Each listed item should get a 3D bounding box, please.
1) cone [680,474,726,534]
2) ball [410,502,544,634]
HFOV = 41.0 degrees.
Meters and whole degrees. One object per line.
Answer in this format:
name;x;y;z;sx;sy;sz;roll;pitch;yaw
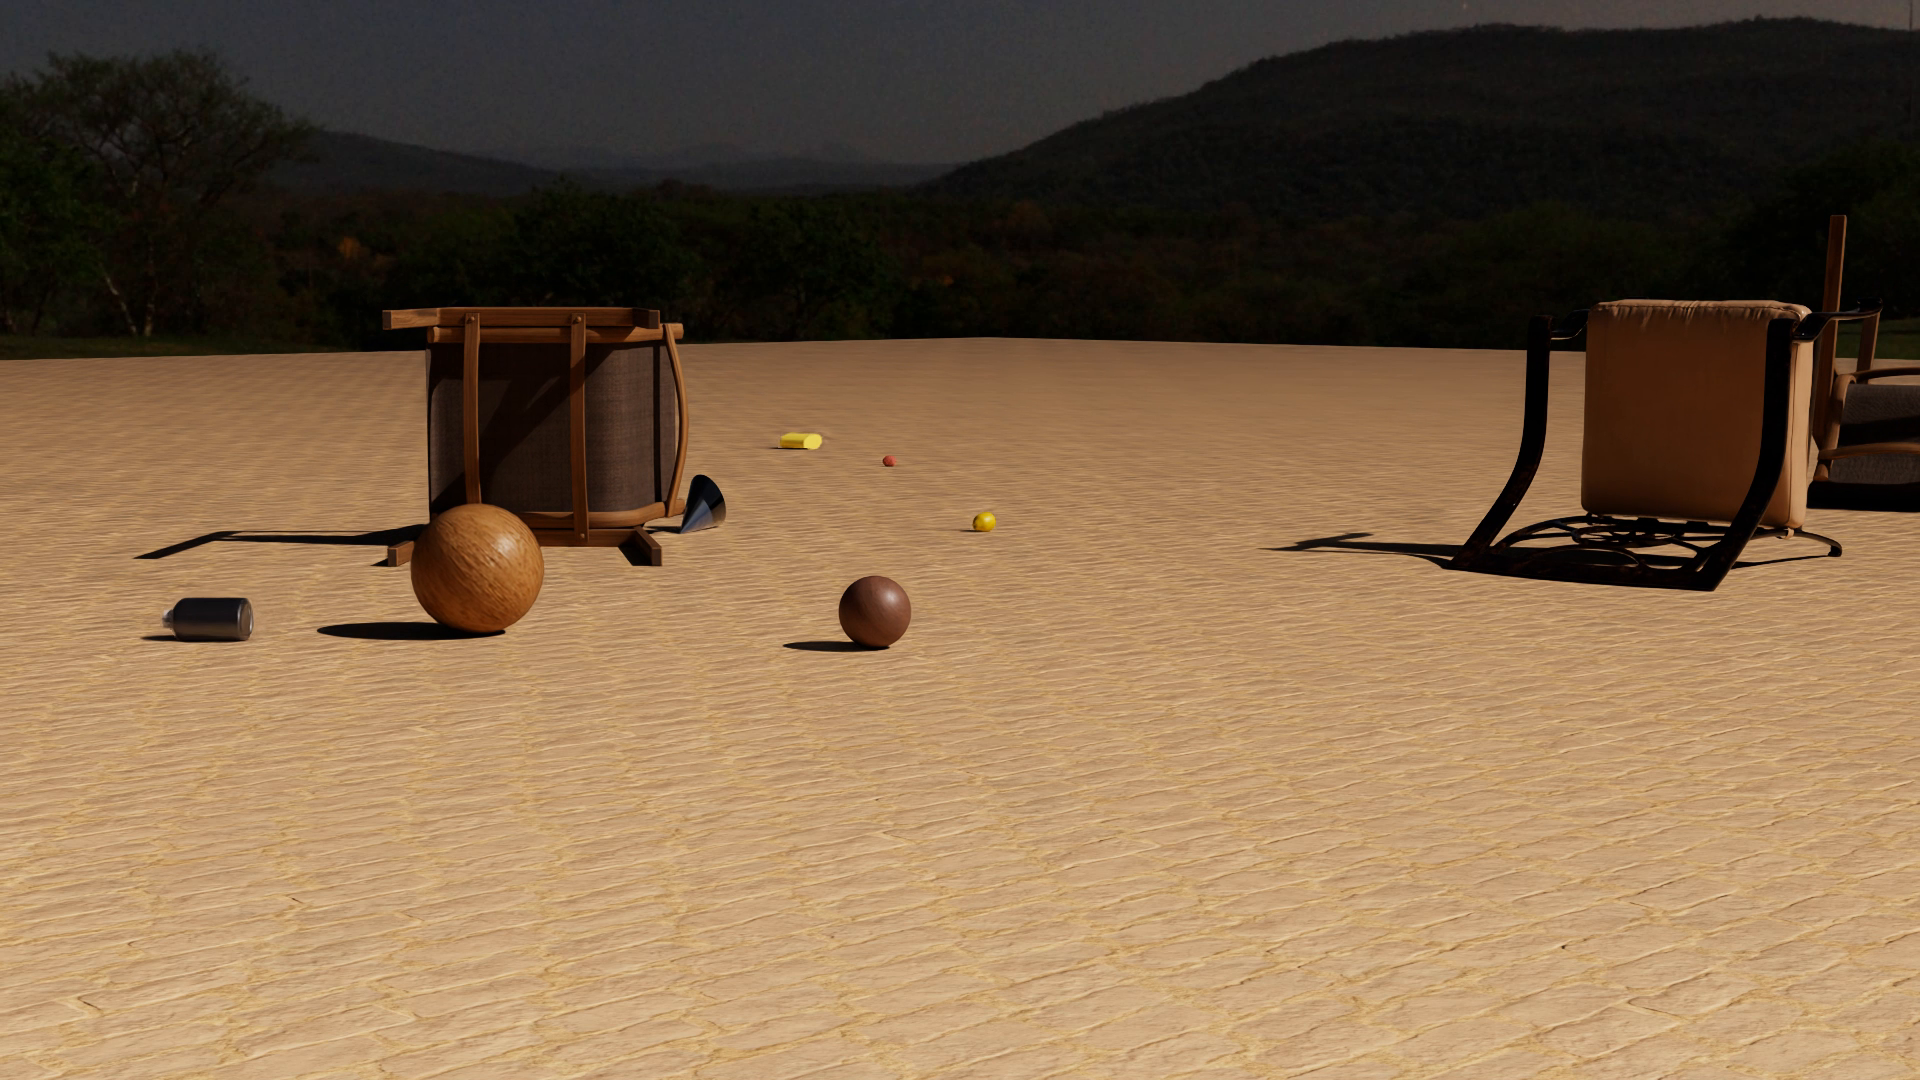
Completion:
cone;-0.689;-0.059;6.637;0.092;0.152;0.202;-9;23;22
ball;-0.888;0.053;4.717;0.242;0.242;0.242;0;6;0
